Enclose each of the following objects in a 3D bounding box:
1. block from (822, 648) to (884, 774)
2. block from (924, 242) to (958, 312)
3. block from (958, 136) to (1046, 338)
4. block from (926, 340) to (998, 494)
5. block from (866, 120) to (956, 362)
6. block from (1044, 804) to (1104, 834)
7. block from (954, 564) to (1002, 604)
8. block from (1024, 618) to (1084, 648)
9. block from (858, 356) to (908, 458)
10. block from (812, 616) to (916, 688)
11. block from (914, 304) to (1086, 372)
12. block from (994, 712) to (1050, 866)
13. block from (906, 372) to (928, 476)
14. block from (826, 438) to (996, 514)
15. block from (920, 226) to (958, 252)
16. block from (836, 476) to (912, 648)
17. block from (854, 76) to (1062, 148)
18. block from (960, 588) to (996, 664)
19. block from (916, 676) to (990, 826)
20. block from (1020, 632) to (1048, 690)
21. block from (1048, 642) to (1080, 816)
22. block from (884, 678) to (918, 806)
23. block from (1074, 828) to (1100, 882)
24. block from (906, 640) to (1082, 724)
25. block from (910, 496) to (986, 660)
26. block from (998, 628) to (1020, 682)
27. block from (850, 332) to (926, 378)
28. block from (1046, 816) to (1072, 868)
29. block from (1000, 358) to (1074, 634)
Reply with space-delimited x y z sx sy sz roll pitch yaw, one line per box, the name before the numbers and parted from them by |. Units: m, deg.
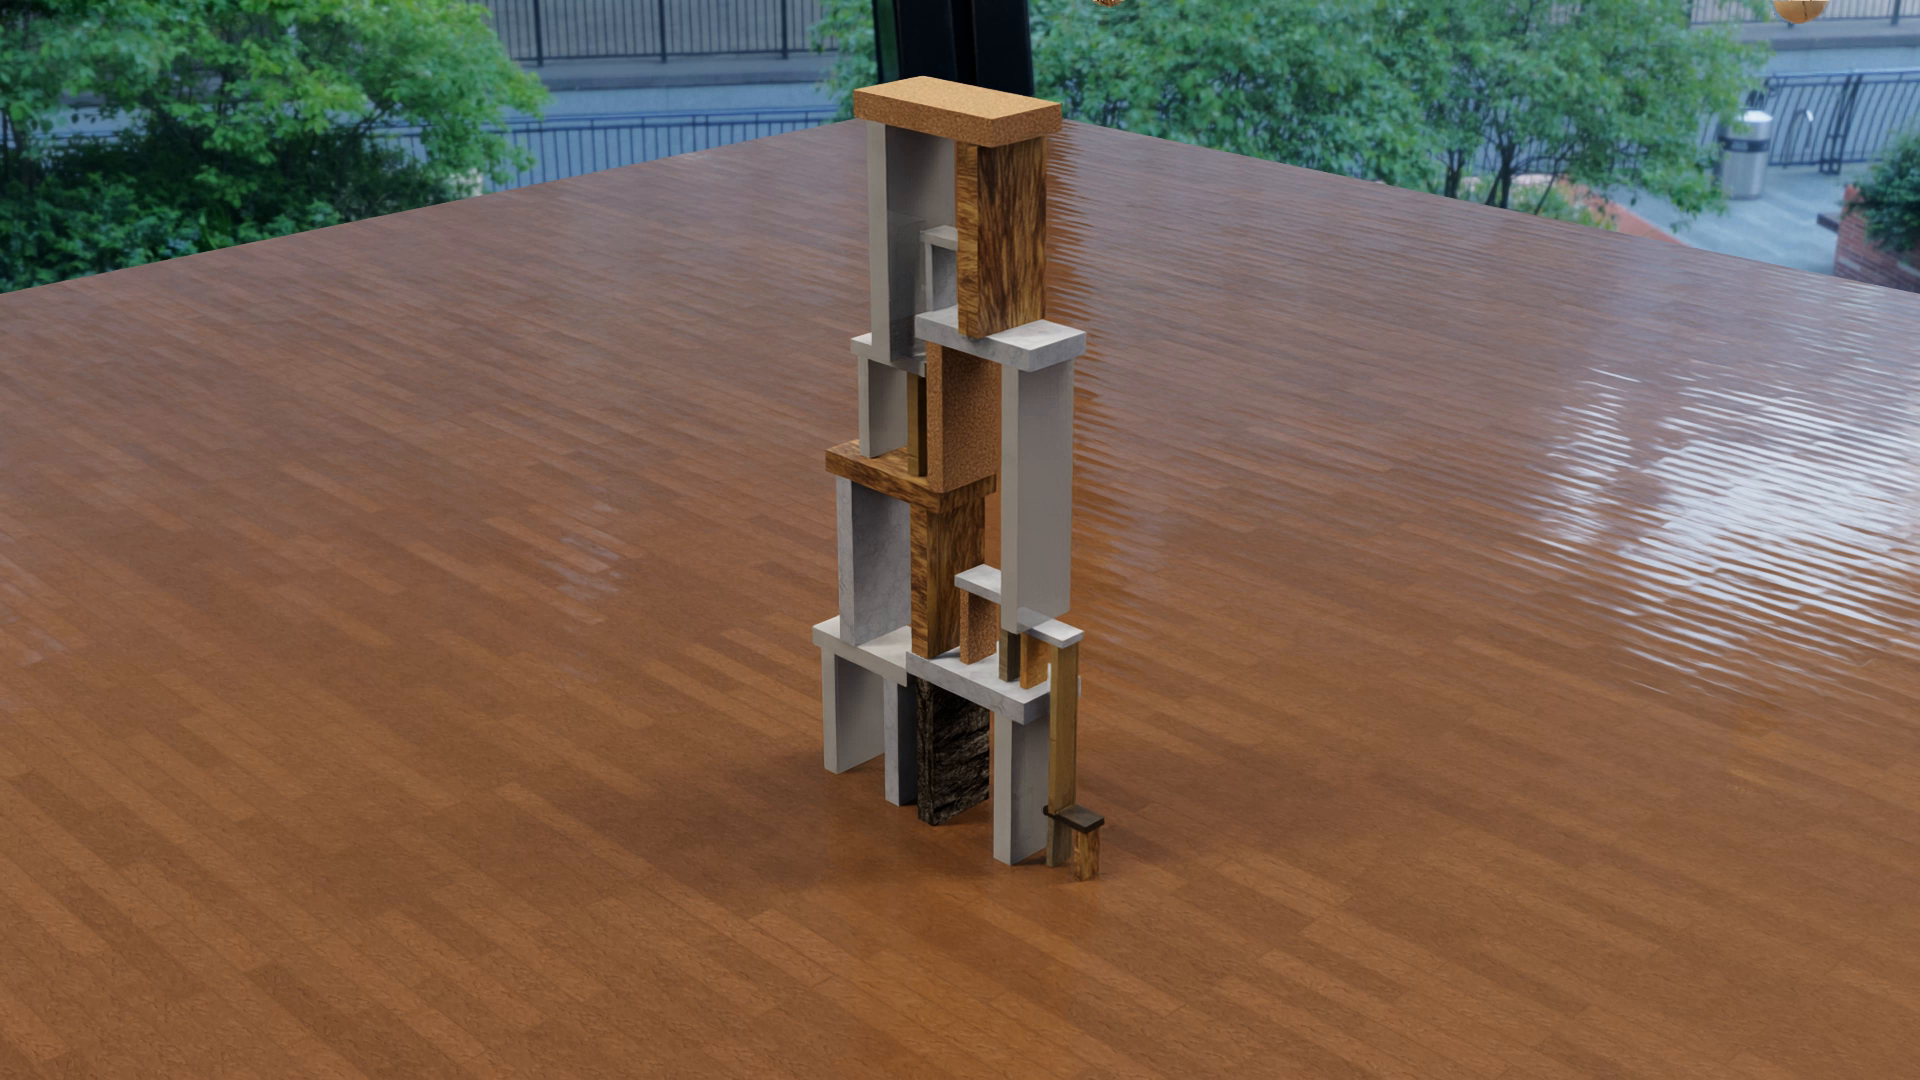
block | -0.222 0.337 4.607 0.040 0.281 0.140 21 31 41
block | -0.034 -0.490 4.046 0.064 0.128 0.018 -22 30 -40
block | 0.075 -0.547 3.898 0.174 0.347 0.049 -21 31 -40
block | 0.004 -0.246 4.113 0.041 0.291 0.145 21 31 41
block | -0.087 -0.565 4.068 0.174 0.446 0.049 -22 31 -40
block | 0.218 0.528 4.217 0.054 0.015 0.109 -21 31 -40
block | 0.073 0.089 4.189 0.078 0.022 0.157 -21 31 -41
block | 0.168 0.169 4.108 0.059 0.017 0.117 -21 31 -40
block | -0.150 -0.270 4.278 0.029 0.204 0.102 22 31 40
block | -0.155 0.215 4.484 0.281 0.040 0.140 21 31 41
block | 0.072 -0.372 3.984 0.145 0.041 0.291 -21 31 -40
block | 0.138 0.458 4.273 0.045 0.319 0.160 21 31 41
block | -0.053 -0.232 4.190 0.029 0.204 0.102 21 31 40
block | -0.098 -0.135 4.279 0.316 0.045 0.158 22 31 40
block | -0.006 -0.545 3.988 0.128 0.018 0.064 21 31 41
block | -0.172 0.022 4.427 0.045 0.360 0.158 21 31 41
block | -0.007 -0.761 3.895 0.347 0.049 0.174 21 31 41
block | 0.036 0.156 4.258 0.022 0.157 0.078 21 31 41
block | -0.013 0.399 4.412 0.045 0.319 0.160 21 31 41
block | 0.141 0.219 4.160 0.058 0.117 0.017 -21 31 -40
block | 0.196 0.352 4.155 0.058 0.357 0.017 -21 31 -40
block | -0.089 0.389 4.485 0.040 0.281 0.140 21 31 41
block | 0.244 0.596 4.217 0.054 0.109 0.015 -21 31 -41
block | 0.063 0.260 4.271 0.319 0.045 0.160 21 31 41
block | -0.023 0.060 4.281 0.045 0.316 0.158 21 31 41
block | 0.110 0.185 4.190 0.022 0.157 0.078 21 31 41
block | -0.102 -0.359 4.188 0.204 0.029 0.102 21 31 40
block | 0.193 0.576 4.264 0.054 0.109 0.015 -21 32 -41
block | 0.141 -0.088 4.030 0.145 0.518 0.041 -21 31 -40
